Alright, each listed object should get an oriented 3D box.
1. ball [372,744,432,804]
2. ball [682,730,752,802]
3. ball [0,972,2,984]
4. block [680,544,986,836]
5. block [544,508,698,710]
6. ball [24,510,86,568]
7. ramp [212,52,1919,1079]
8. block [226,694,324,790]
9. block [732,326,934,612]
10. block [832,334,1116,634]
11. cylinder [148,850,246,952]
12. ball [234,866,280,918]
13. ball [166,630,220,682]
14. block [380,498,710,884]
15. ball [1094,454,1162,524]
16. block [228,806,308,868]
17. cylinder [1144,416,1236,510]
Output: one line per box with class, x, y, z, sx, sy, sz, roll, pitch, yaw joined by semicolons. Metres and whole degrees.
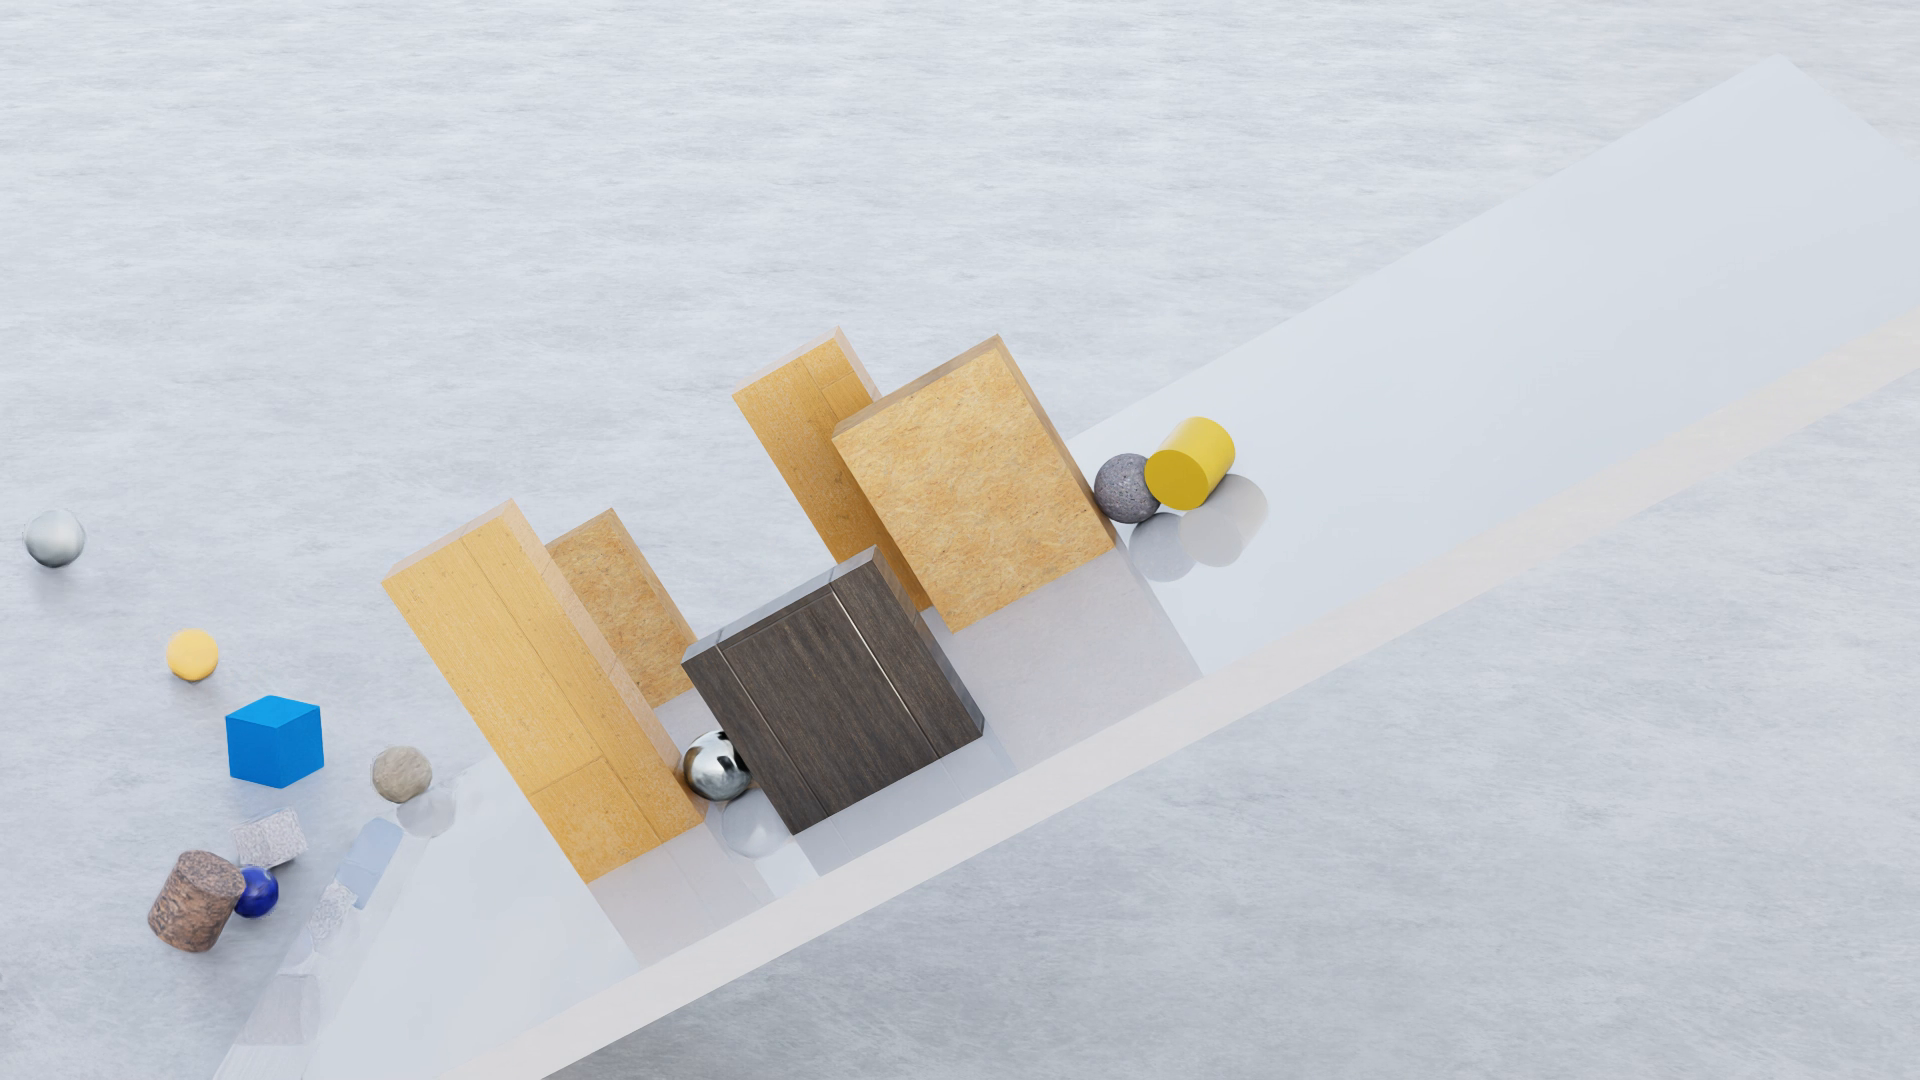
ball;-1.450;0.609;7.643;0.154;0.154;0.154;0;19;0
ball;-0.501;0.469;6.103;0.148;0.148;0.148;0;19;0
ball;-2.302;1.026;6.876;0.118;0.118;0.118;0;19;0
block;-0.242;0.290;5.643;0.427;0.410;0.091;-29;15;12
block;-0.831;0.189;7.065;0.269;0.464;0.087;-29;15;12
ball;-3.011;-0.005;9.792;0.195;0.195;0.195;0;19;0
ramp;0.142;0.168;6.286;4.000;0.100;2.000;-29;15;12
block;-1.899;0.558;8.154;0.181;0.181;0.181;10;21;27
block;-0.222;-0.133;6.542;0.264;0.638;0.108;-29;15;12
block;0.032;-0.117;6.246;0.401;0.501;0.119;-29;15;12
cylinder;-1.850;0.876;7.130;0.176;0.176;0.176;28;18;-10
ball;-1.757;0.875;7.304;0.130;0.130;0.130;0;19;0
ball;-2.301;0.346;8.821;0.155;0.155;0.155;0;19;0
block;-0.848;0.317;6.072;0.294;0.768;0.114;-29;15;12
ball;0.360;-0.109;6.254;0.151;0.151;0.151;0;19;0
block;-1.779;0.769;7.570;0.122;0.122;0.122;-14;8;34
cylinder;0.484;-0.161;6.184;0.146;0.146;0.146;9;36;25
